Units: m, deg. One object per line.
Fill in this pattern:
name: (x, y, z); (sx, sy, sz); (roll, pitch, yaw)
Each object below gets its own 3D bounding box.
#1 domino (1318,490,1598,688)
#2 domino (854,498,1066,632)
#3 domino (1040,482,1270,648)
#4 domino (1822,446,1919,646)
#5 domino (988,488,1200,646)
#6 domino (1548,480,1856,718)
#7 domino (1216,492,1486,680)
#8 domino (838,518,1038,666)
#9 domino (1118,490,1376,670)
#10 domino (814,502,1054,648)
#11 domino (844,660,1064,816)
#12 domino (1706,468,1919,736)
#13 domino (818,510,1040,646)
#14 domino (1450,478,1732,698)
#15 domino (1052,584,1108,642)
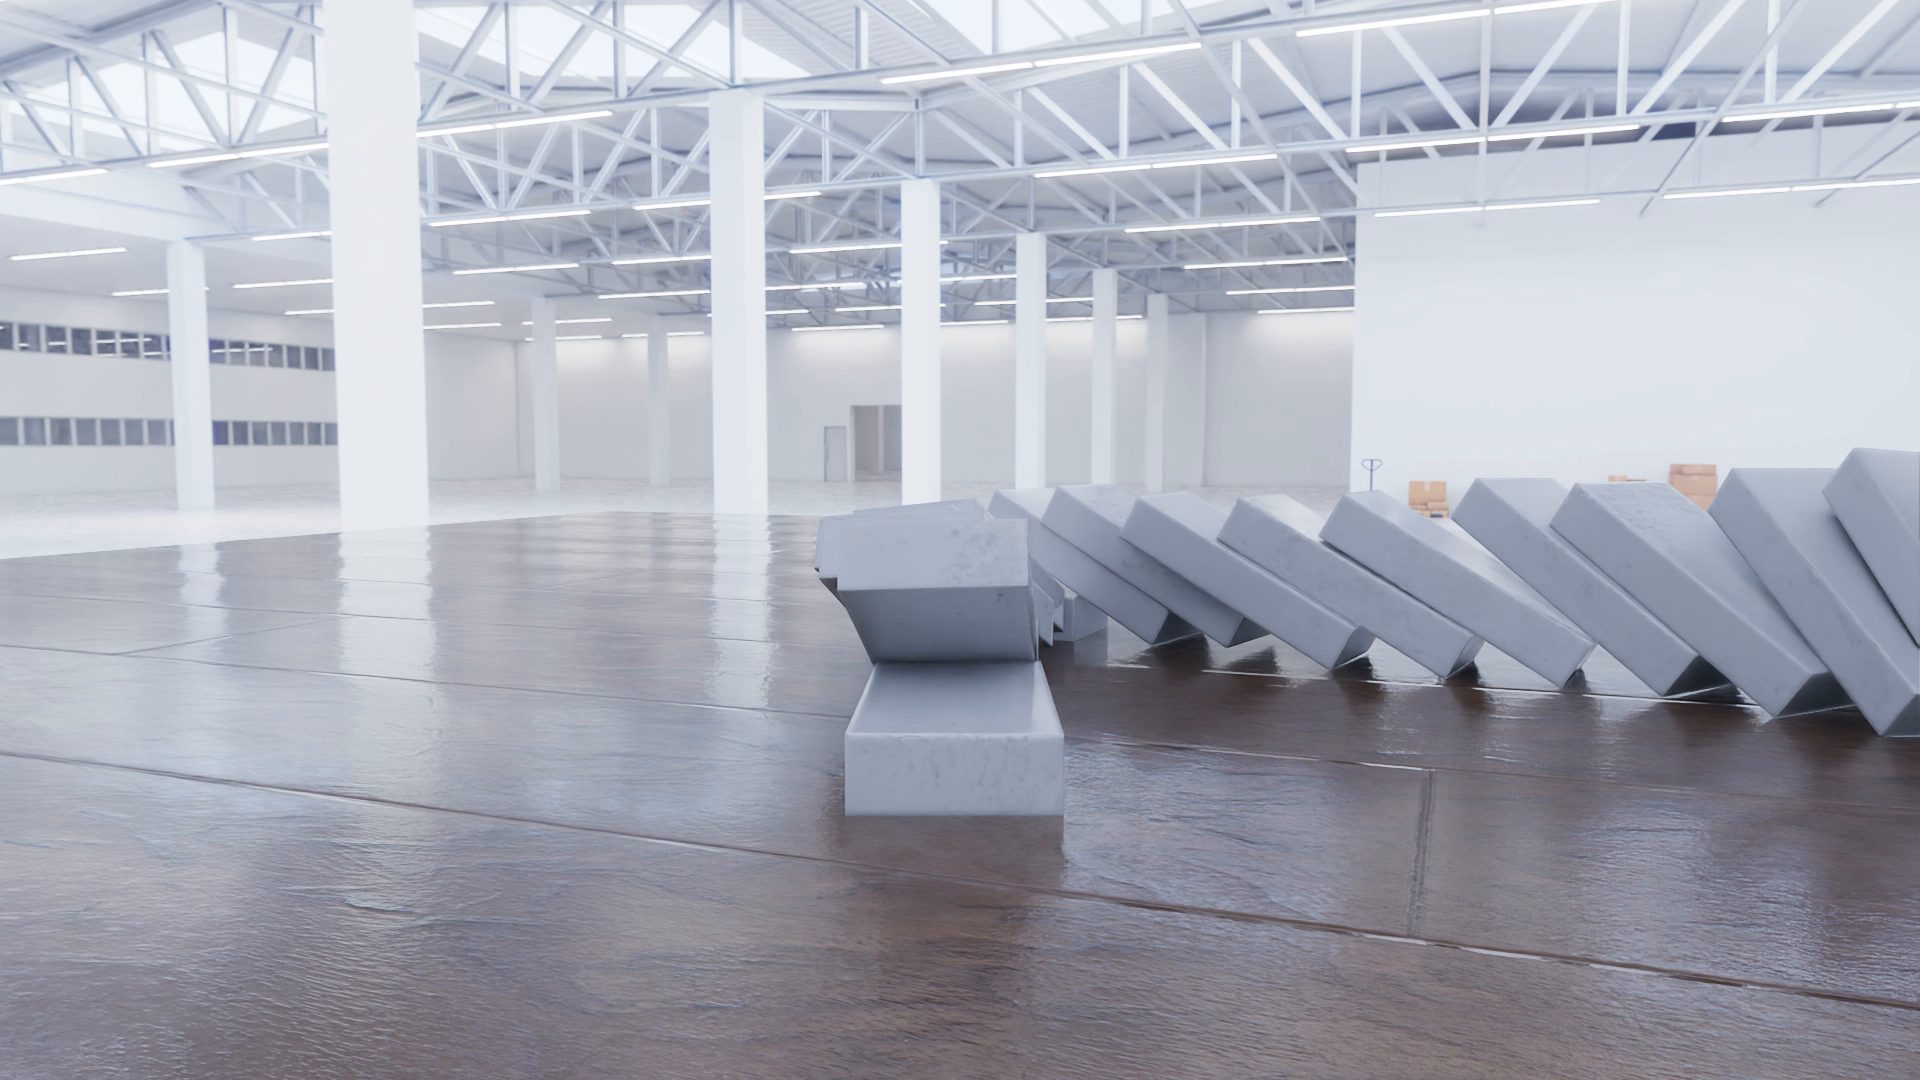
domino: (0.095, 0.008, 0.243); (0.050, 0.010, 0.025); (36, 22, 26)
domino: (0.001, 0.007, 0.257); (0.025, 0.009, 0.050); (-5, -24, 23)
domino: (0.044, 0.004, 0.278); (0.050, 0.010, 0.025); (35, 22, 28)
domino: (0.152, 0.007, 0.189); (0.025, 0.009, 0.050); (4, 46, -2)
domino: (0.031, 0.005, 0.290); (0.050, 0.010, 0.025); (35, 22, 29)
domino: (0.129, 0.008, 0.219); (0.025, 0.009, 0.050); (-2, 39, -27)
domino: (0.078, 0.008, 0.252); (0.050, 0.009, 0.025); (35, 21, 26)
domino: (-0.002, 0.012, 0.192); (0.025, 0.010, 0.050); (-2, -23, 4)
domino: (0.060, 0.007, 0.260); (0.050, 0.009, 0.025); (34, 22, 26)
domino: (-0.003, 0.008, 0.236); (0.025, 0.010, 0.050); (-6, -24, 23)
domino: (0.000, 0.025, 0.171); (0.025, 0.009, 0.050); (0, 4, 1)
domino: (0.144, 0.008, 0.203); (0.025, 0.009, 0.050); (0, 42, -6)
domino: (-0.003, 0.010, 0.214); (0.025, 0.010, 0.050); (-3, -23, 13)
domino: (0.117, 0.007, 0.234); (0.025, 0.009, 0.050); (-2, 38, -34)
domino: (0.007, 0.016, 0.298); (0.050, 0.010, 0.025); (2, 5, 23)
